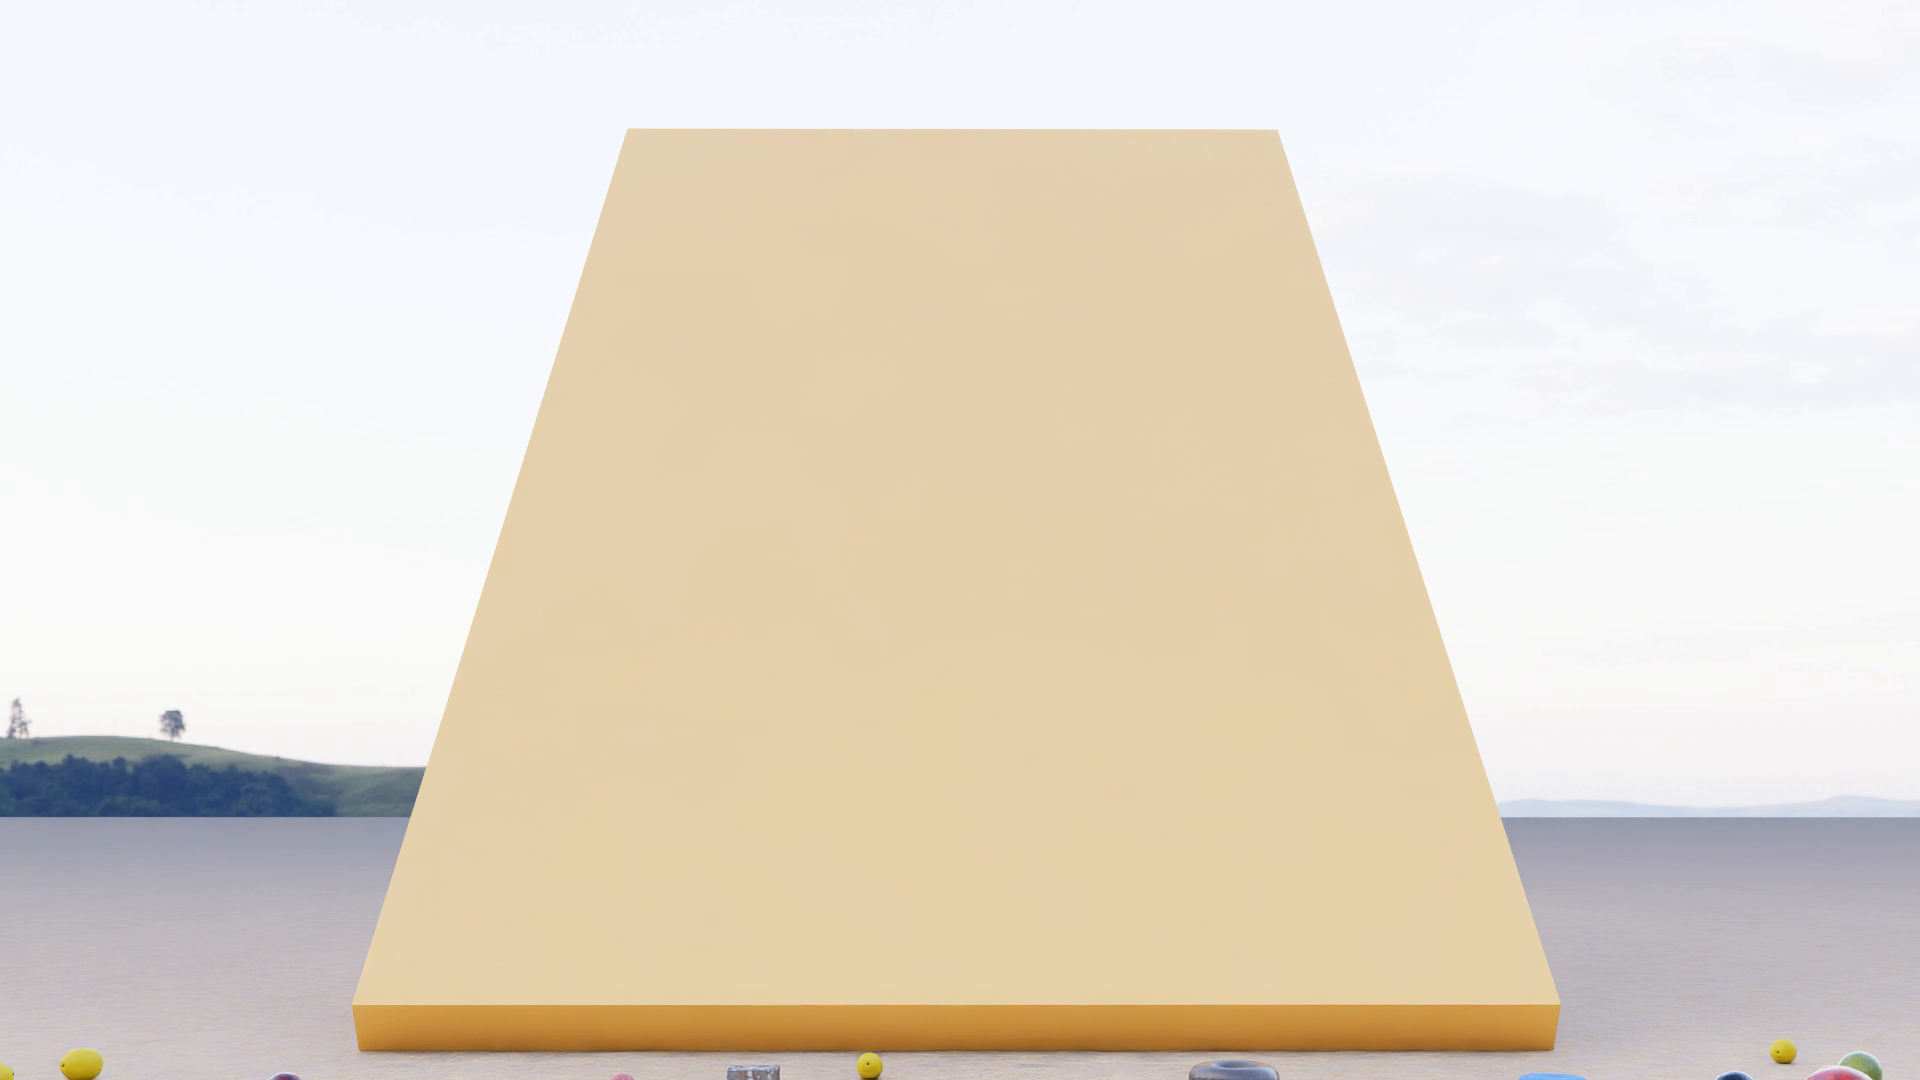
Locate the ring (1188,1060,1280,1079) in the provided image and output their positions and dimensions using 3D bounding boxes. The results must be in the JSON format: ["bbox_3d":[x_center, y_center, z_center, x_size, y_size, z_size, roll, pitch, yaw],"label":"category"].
[{"bbox_3d":[0.388,0.763,3.430,0.129,0.043,0.129,0,-5,0],"label":"ring"}]

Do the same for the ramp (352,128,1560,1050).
[{"bbox_3d":[-0.014,-0.205,5.756,2.000,0.100,4.000,0,31,0],"label":"ramp"}]

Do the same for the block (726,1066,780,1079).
[{"bbox_3d":[-0.269,0.721,3.159,0.065,0.065,0.065,0,-6,-1],"label":"block"}]

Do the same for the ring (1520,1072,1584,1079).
[{"bbox_3d":[0.824,0.760,3.364,0.102,0.034,0.102,1,-7,0],"label":"ring"}]
